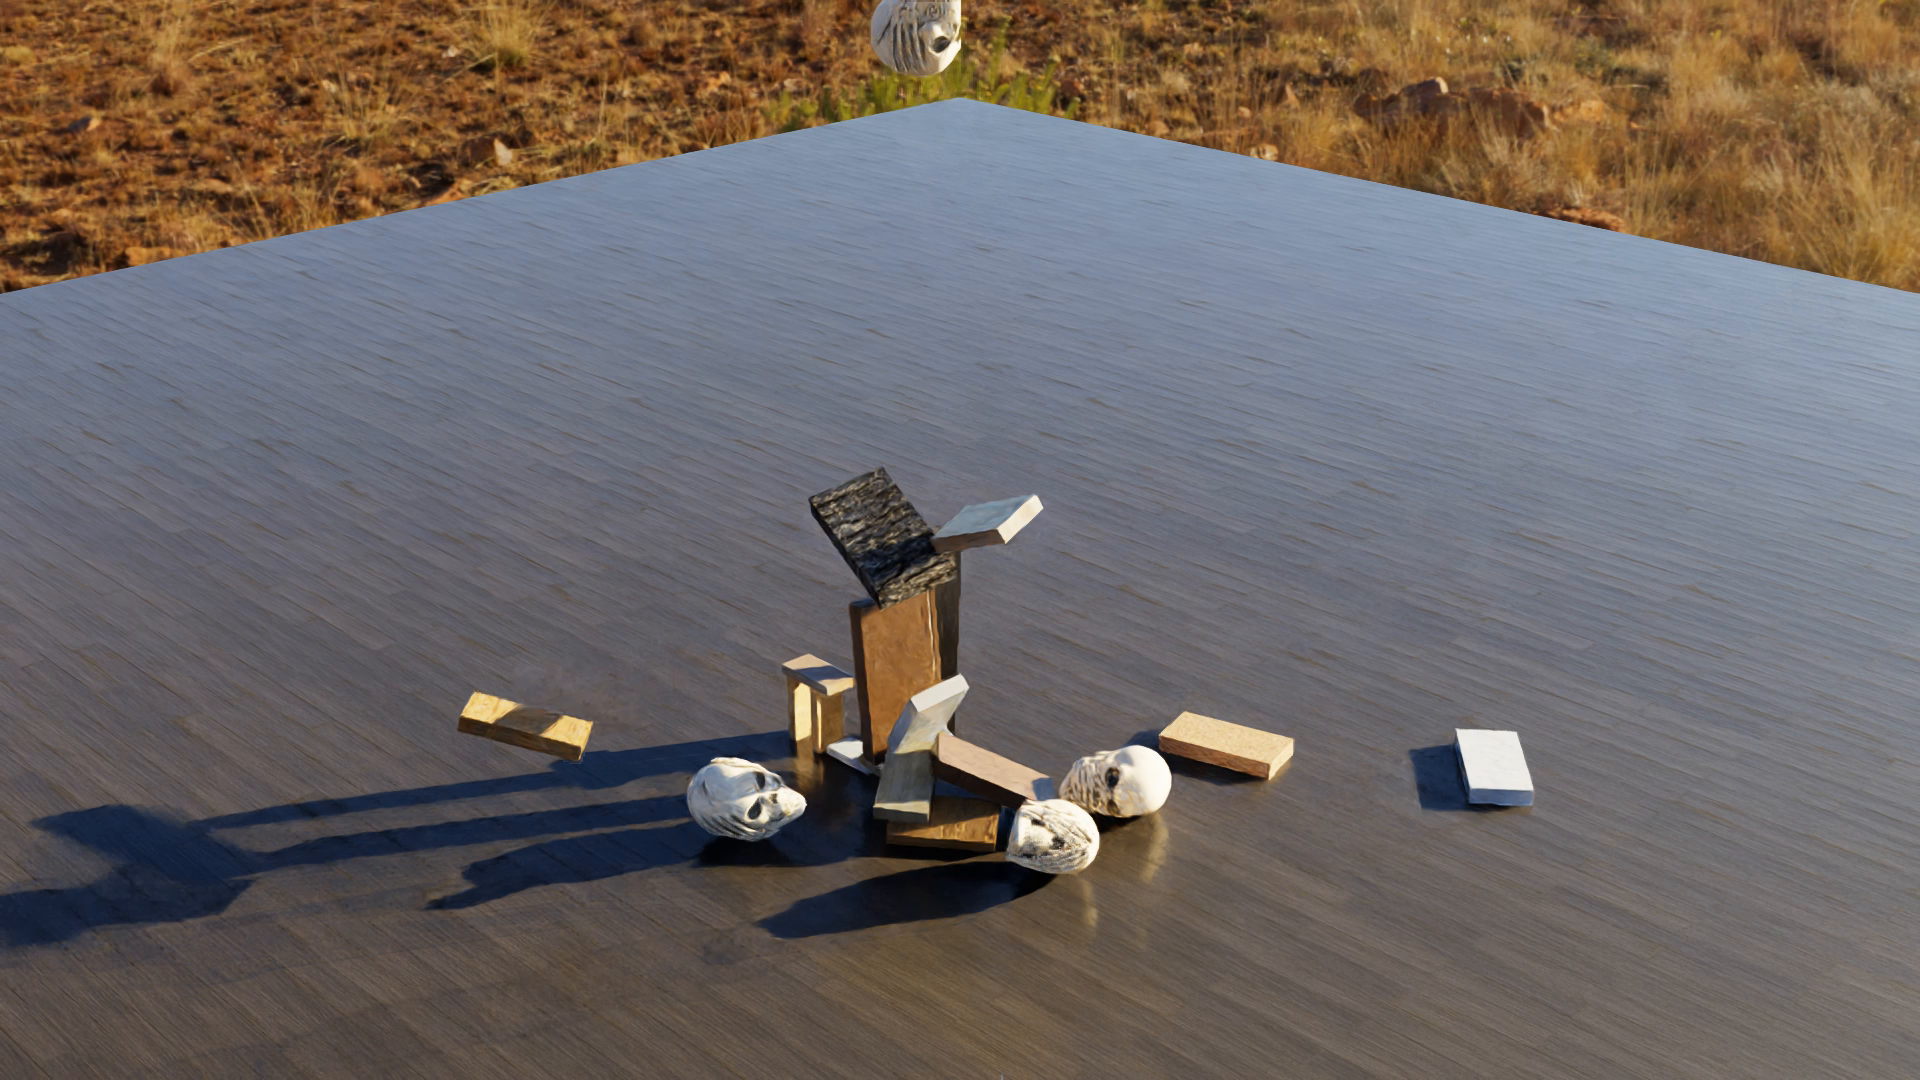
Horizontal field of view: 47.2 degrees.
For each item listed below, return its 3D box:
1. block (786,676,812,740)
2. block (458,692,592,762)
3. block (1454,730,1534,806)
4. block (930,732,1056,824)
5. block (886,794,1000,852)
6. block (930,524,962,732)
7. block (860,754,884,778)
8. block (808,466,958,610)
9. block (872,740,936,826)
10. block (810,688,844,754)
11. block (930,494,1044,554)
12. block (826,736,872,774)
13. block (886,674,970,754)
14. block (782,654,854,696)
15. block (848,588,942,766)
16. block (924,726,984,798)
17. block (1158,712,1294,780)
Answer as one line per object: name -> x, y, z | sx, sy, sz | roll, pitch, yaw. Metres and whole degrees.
block -> -0.335, 0.351, 4.741 | 0.075, 0.149, 0.021 | -21, 30, -41
block -> -0.835, 0.359, 4.229 | 0.236, 0.033, 0.118 | 15, 17, -4
block -> 1.114, 0.474, 4.598 | 0.128, 0.036, 0.256 | 2, 23, 5
block -> 0.066, 0.474, 4.401 | 0.256, 0.036, 0.128 | 24, 20, -9
block -> -0.032, 0.558, 4.352 | 0.214, 0.030, 0.107 | 4, 46, 6
block -> -0.093, 0.200, 4.681 | 0.172, 0.469, 0.049 | -6, 23, -20
block -> -0.141, 0.477, 4.583 | 0.066, 0.019, 0.131 | -21, 41, -40
block -> -0.161, -0.007, 4.515 | 0.172, 0.049, 0.345 | -24, 44, -15
block -> -0.104, 0.479, 4.389 | 0.107, 0.030, 0.214 | 7, 35, 4
block -> -0.284, 0.373, 4.690 | 0.021, 0.149, 0.075 | 17, 29, 37
block -> 0.050, -0.032, 4.350 | 0.118, 0.033, 0.236 | -42, 19, -31
block -> -0.215, 0.456, 4.662 | 0.066, 0.019, 0.131 | -21, 31, -40
block -> -0.066, 0.345, 4.353 | 0.118, 0.236, 0.033 | -24, 73, -23
block -> -0.302, 0.286, 4.676 | 0.075, 0.021, 0.149 | -20, 30, -40
block -> -0.126, 0.274, 4.505 | 0.172, 0.345, 0.049 | -15, 23, -28
block -> -0.024, 0.477, 4.469 | 0.107, 0.030, 0.214 | -23, 54, -22
block -> 0.566, 0.436, 4.687 | 0.256, 0.036, 0.128 | 13, 26, 27
